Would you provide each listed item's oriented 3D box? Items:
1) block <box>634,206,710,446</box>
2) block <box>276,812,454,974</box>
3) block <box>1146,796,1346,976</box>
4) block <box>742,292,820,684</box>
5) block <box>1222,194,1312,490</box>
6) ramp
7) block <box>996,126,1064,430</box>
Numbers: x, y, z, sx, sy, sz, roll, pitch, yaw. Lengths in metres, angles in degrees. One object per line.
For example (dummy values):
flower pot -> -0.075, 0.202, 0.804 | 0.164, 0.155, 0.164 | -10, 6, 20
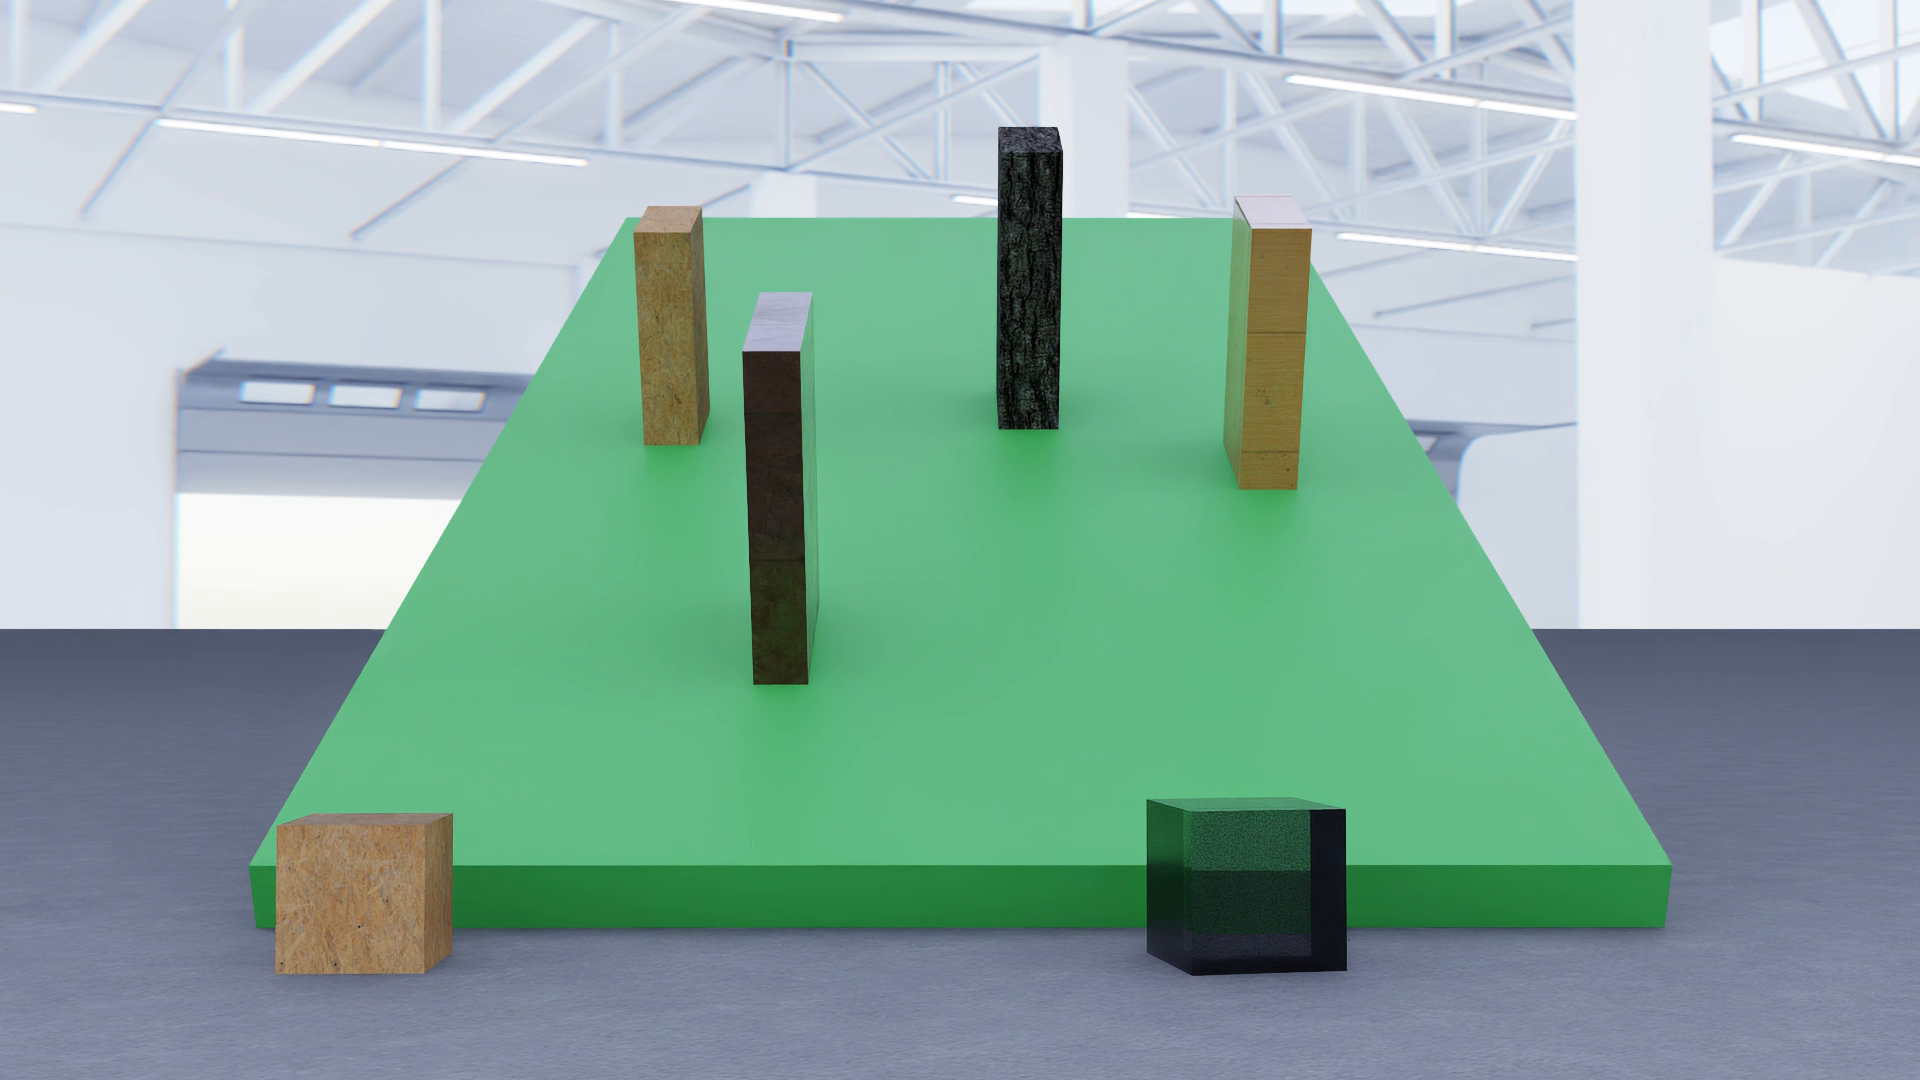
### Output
block -> -0.622, -0.467, 4.951 | 0.118, 0.468, 0.248 | 0, 21, 0
block -> -0.755, 0.447, 2.908 | 0.182, 0.182, 0.182 | 0, -2, -2
block -> 0.363, 0.438, 2.919 | 0.201, 0.201, 0.201 | 0, -2, -11
block -> -0.296, -0.092, 3.834 | 0.090, 0.572, 0.356 | 0, 21, 0
block -> 0.630, -0.412, 4.708 | 0.118, 0.543, 0.308 | 0, 21, 0
ramp -> -0.006, -0.215, 5.090 | 2.000, 0.100, 4.000 | 0, 21, 0
block -> 0.151, -0.581, 5.048 | 0.132, 0.614, 0.285 | 0, 21, 0
